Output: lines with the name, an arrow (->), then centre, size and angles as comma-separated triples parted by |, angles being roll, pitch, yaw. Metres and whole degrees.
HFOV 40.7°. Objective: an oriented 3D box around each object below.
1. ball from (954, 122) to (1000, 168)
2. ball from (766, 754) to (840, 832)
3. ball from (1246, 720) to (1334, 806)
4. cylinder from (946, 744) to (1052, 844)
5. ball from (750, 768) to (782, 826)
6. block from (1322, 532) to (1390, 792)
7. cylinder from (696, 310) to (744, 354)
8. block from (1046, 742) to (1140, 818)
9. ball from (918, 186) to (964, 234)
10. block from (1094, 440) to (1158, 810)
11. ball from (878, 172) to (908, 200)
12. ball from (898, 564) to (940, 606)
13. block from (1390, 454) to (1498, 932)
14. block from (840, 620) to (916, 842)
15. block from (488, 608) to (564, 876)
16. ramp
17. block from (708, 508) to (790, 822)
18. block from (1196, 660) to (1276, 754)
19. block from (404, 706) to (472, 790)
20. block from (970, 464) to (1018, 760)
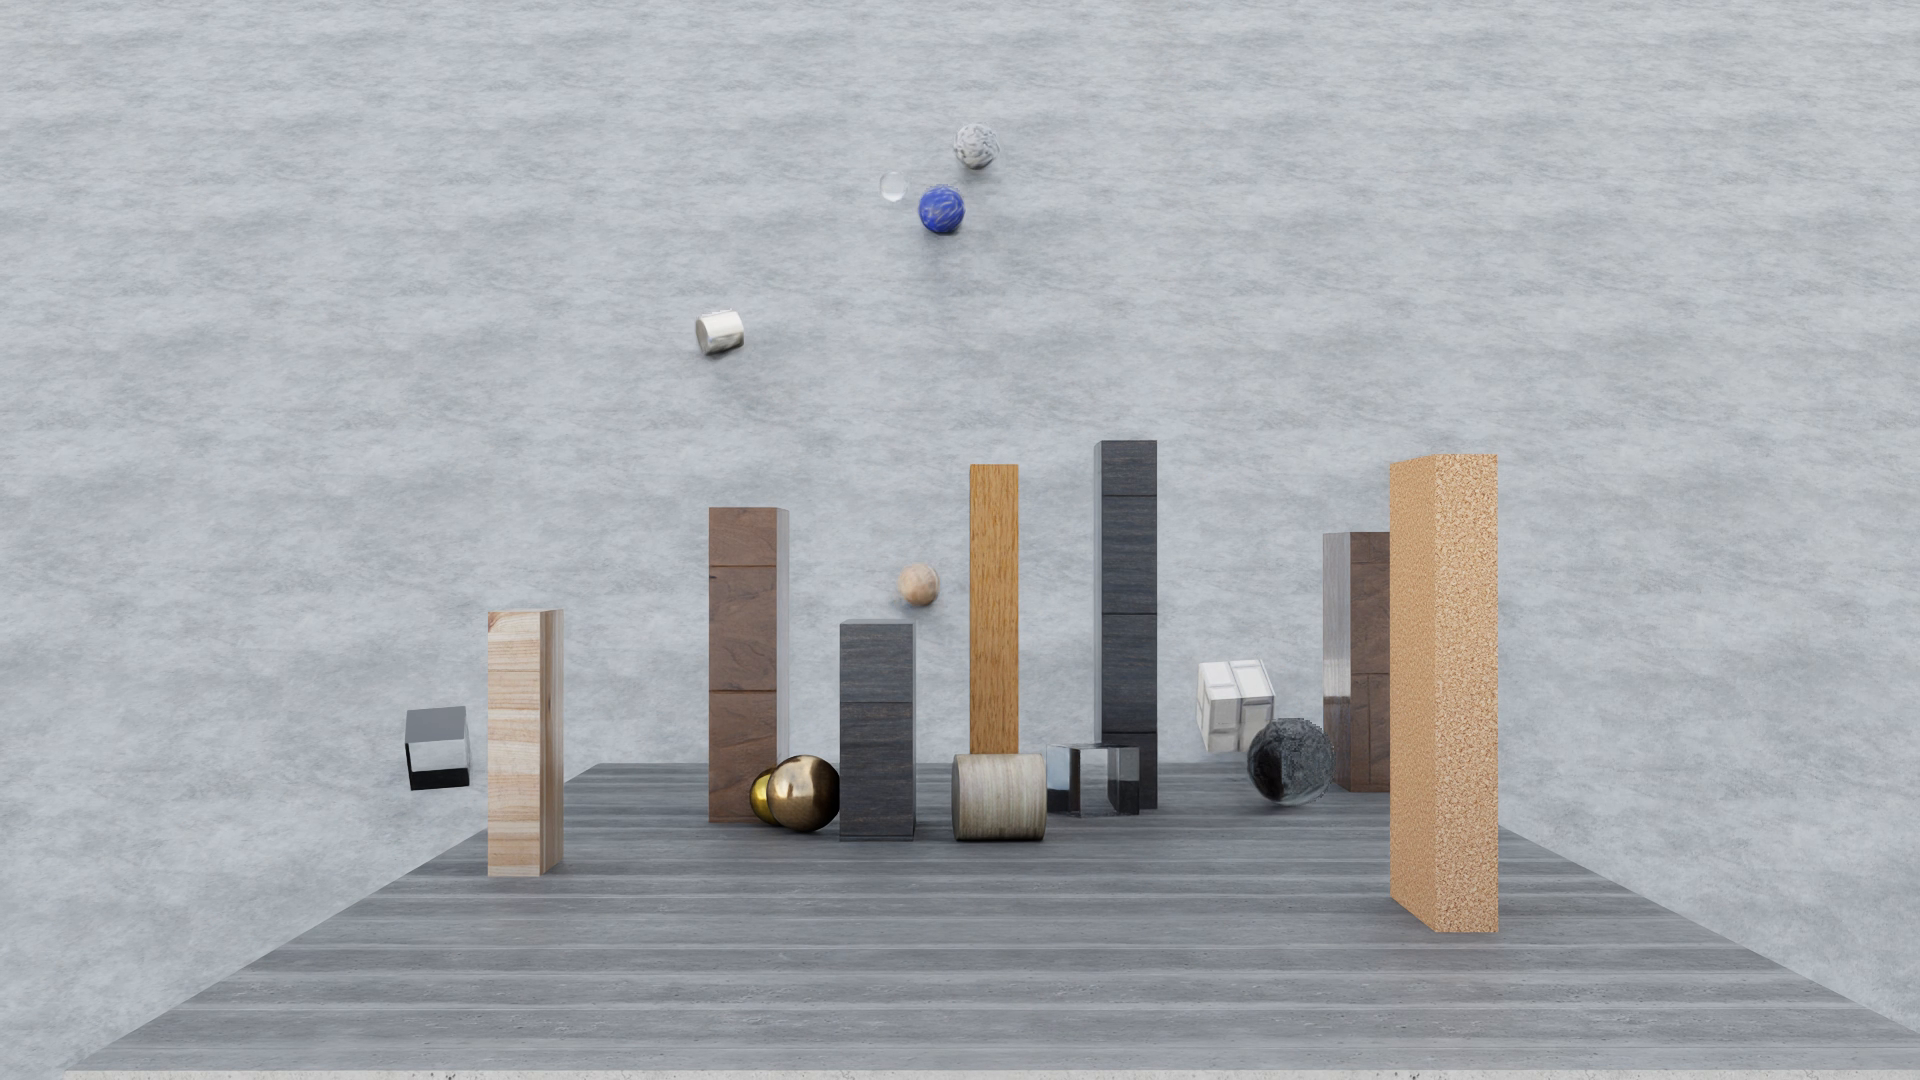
ball -> 0.066, -1.556, 10.227 | 0.180, 0.180, 0.180 | 0, 31, 0
ball -> -0.300, 0.490, 5.009 | 0.150, 0.150, 0.150 | 0, 31, 0
ball -> 0.706, 0.476, 5.541 | 0.185, 0.185, 0.185 | 0, 31, 0
cylinder -> 0.072, 0.483, 4.872 | 0.162, 0.162, 0.162 | -15, 33, -7
ball -> -0.359, 0.507, 5.127 | 0.116, 0.116, 0.116 | 0, 31, 0
block -> 0.940, 0.277, 6.069 | 0.117, 0.588, 0.443 | 0, 0, 0
cylinder -> -0.823, -0.711, 8.871 | 0.127, 0.127, 0.127 | -15, 34, -23
block -> 0.275, 0.497, 5.359 | 0.140, 0.140, 0.140 | 0, 0, -28
ball -> -0.069, -1.237, 9.699 | 0.175, 0.175, 0.175 | 0, 31, 0
block -> 0.357, 0.179, 5.612 | 0.118, 0.778, 0.312 | 0, 0, 0
ball -> -0.257, -1.362, 9.969 | 0.113, 0.113, 0.113 | 0, 31, 0
ball -> -0.117, 0.130, 7.474 | 0.123, 0.123, 0.123 | 0, 31, 0
block -> 0.718, 0.218, 3.866 | 0.089, 0.678, 0.385 | 0, 0, 0
block -> -0.157, 0.361, 5.028 | 0.137, 0.407, 0.375 | 0, 0, 0
block -> -0.744, 0.341, 4.446 | 0.086, 0.441, 0.264 | 0, 0, 0
ramp -> 0.069, 0.613, 4.686 | 2.000, 0.100, 4.000 | 0, 0, 0
block -> -0.435, 0.251, 5.377 | 0.136, 0.632, 0.383 | 0, 0, 0
block -> 0.733, 0.443, 6.905 | 0.172, 0.172, 0.172 | -3, 31, -6
block -> -1.362, 0.543, 6.759 | 0.151, 0.151, 0.151 | -4, 31, -7
block -> 0.066, 0.211, 5.164 | 0.092, 0.710, 0.408 | 0, 0, 0
